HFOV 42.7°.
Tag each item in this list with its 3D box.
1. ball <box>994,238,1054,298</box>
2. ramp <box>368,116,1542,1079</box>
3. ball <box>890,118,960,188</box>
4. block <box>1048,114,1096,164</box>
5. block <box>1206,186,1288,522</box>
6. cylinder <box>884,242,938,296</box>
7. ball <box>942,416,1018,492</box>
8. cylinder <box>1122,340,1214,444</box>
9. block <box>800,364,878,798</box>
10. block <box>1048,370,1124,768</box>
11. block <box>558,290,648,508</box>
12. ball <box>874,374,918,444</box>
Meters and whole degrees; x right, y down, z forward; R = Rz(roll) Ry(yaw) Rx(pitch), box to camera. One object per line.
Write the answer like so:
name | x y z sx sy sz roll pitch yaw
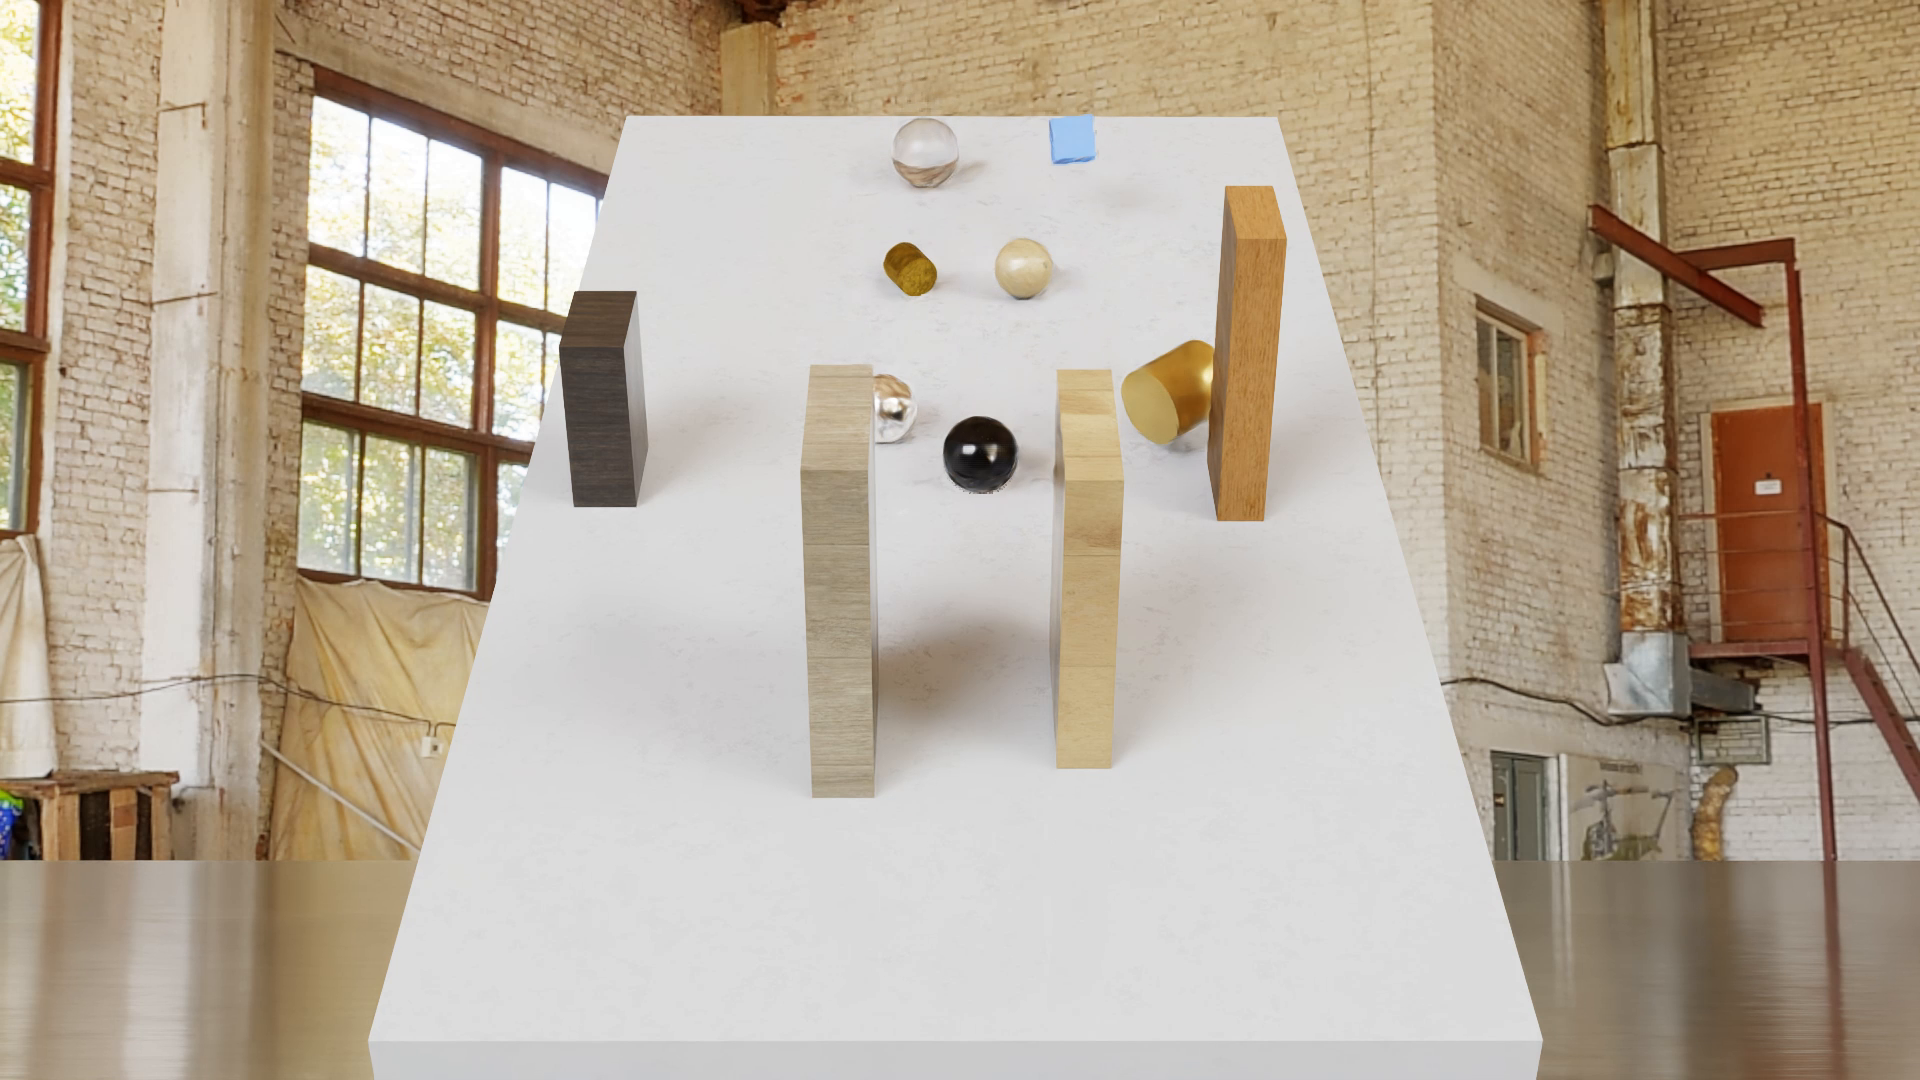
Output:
ball | 0.168 -0.719 6.490 0.157 0.157 0.157 0 -7 0
ramp | -0.015 -0.183 5.889 2.000 0.100 4.000 0 33 0
ball | -0.100 -1.116 7.072 0.198 0.198 0.198 0 -7 0
block | 0.306 -1.092 6.696 0.112 0.112 0.112 -6 2 -1
block | 0.639 -0.413 5.504 0.106 0.707 0.271 0 33 0
cylinder | -0.133 -0.721 6.535 0.109 0.109 0.109 4 27 -30
ball | 0.047 -0.198 5.656 0.178 0.178 0.178 0 -7 0
cylinder | 0.514 -0.350 5.788 0.189 0.189 0.189 -30 9 -30
block | -0.225 0.082 4.696 0.120 0.737 0.390 0 33 0
block | 0.243 0.057 4.809 0.107 0.661 0.420 0 33 0
block | -0.813 -0.323 5.625 0.143 0.415 0.274 0 33 0
ball | -0.184 -0.313 5.845 0.165 0.165 0.165 0 -7 0
